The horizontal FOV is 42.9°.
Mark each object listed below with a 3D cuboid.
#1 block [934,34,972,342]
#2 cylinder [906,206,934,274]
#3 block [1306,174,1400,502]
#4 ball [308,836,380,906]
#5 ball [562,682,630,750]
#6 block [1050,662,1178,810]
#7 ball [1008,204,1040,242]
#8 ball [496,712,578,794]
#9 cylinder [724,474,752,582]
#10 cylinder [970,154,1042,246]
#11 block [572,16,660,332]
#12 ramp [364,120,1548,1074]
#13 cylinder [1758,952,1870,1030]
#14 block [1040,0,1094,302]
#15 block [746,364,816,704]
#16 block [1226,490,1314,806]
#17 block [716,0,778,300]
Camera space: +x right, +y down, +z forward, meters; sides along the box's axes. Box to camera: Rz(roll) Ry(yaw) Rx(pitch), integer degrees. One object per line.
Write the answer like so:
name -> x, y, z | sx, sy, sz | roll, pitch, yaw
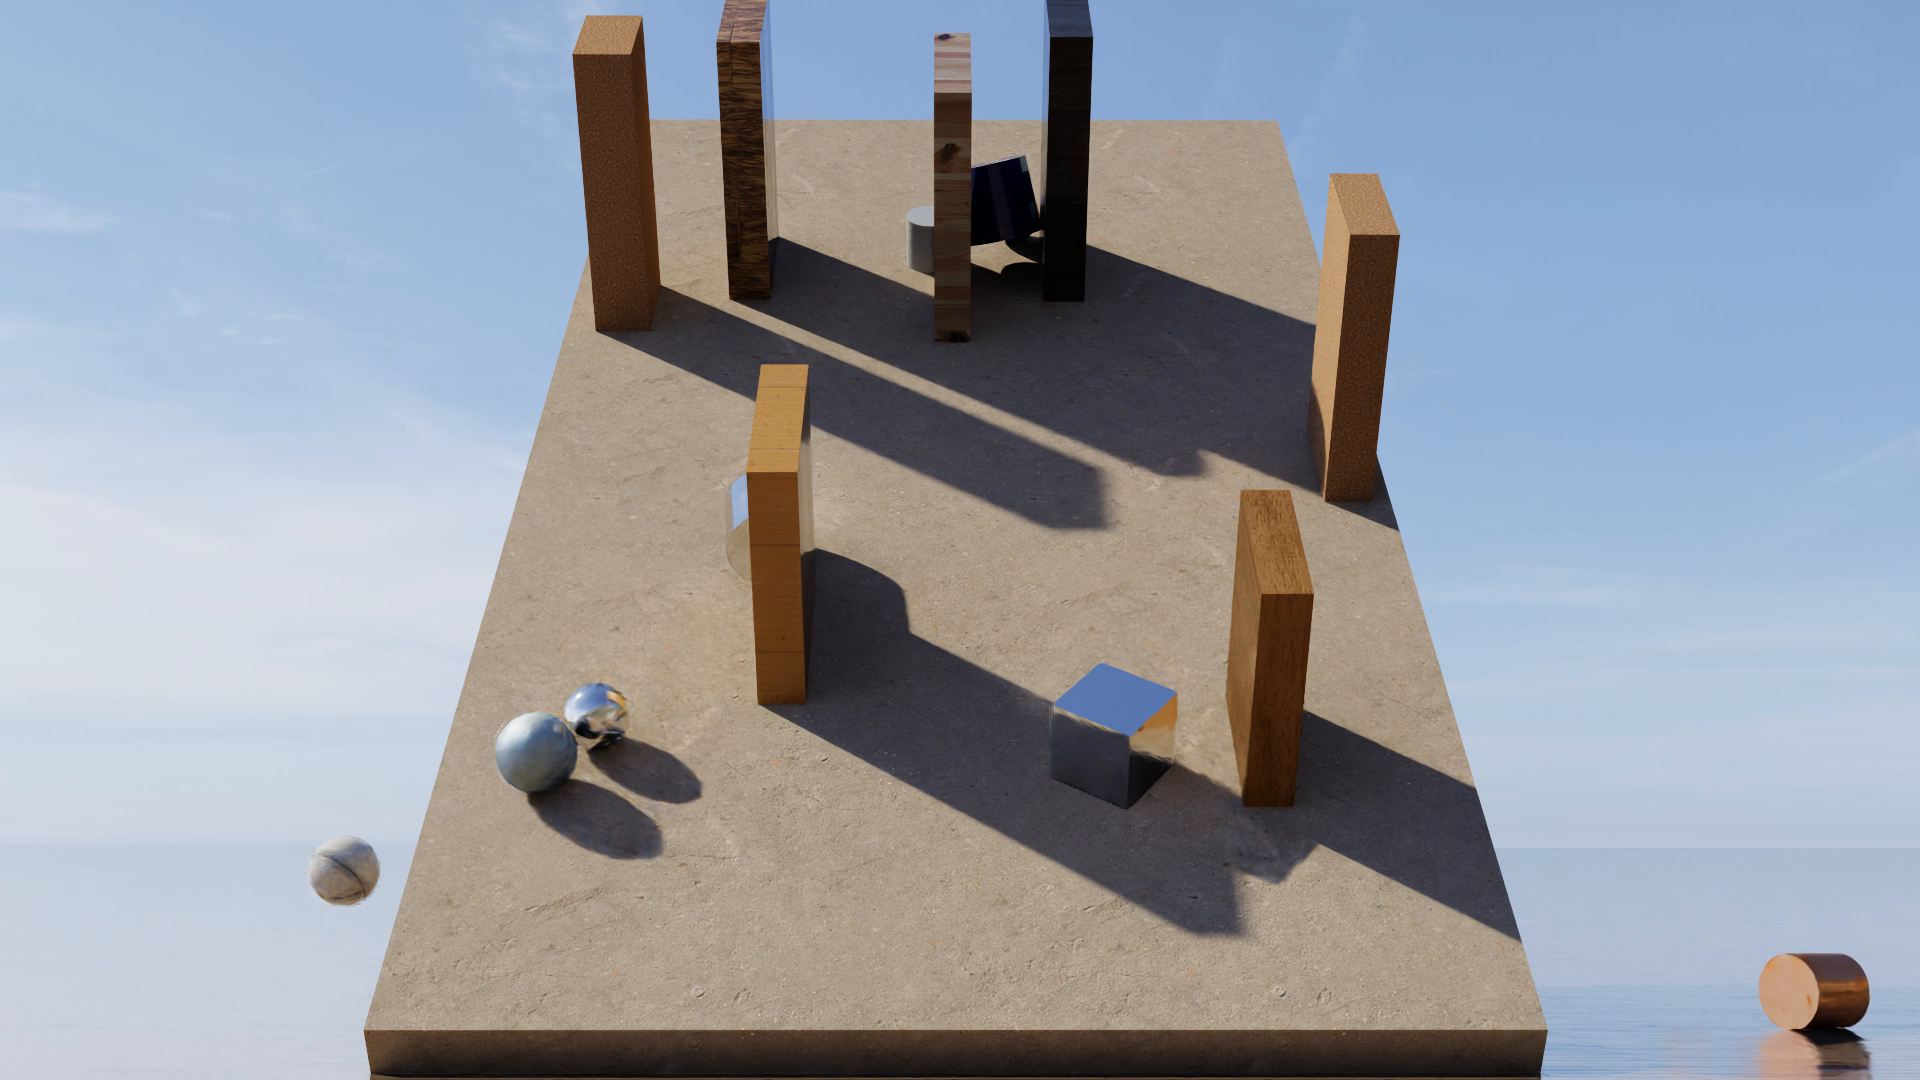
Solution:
block -> -0.019, -0.900, 6.255 | 0.092, 0.677, 0.406 | 0, 32, 0
cylinder -> -0.077, -0.816, 6.627 | 0.138, 0.138, 0.138 | 0, 32, 0
block -> 0.888, -0.458, 5.559 | 0.107, 0.669, 0.327 | 0, 32, 0
ball -> -1.144, 0.614, 4.542 | 0.130, 0.130, 0.130 | 0, -7, 0
ball -> -0.709, 0.344, 4.772 | 0.132, 0.132, 0.132 | 0, -7, 0
block -> 0.295, 0.375, 4.690 | 0.174, 0.174, 0.174 | 20, 37, 29
ball -> 0.148, -0.896, 6.751 | 0.145, 0.145, 0.145 | 0, -7, 0
ball -> -0.805, 0.405, 4.651 | 0.155, 0.155, 0.155 | 0, -7, 0
cylinder -> -0.417, -0.028, 5.318 | 0.186, 0.186, 0.186 | 1, 32, -8
cylinder -> 0.098, -0.913, 6.574 | 0.204, 0.204, 0.204 | -12, 11, 2
block -> -0.869, -0.928, 6.224 | 0.141, 0.749, 0.271 | 0, 32, 0
ramp -> -0.015, -0.190, 5.850 | 2.000, 0.100, 4.000 | 0, 32, 0
cylinder -> 1.807, 0.955, 5.174 | 0.158, 0.158, 0.158 | 4, -8, -30
block -> 0.275, -1.039, 6.428 | 0.108, 0.730, 0.375 | 0, 32, 0
block -> -0.358, -0.014, 4.961 | 0.097, 0.541, 0.435 | 0, 32, 0
block -> 0.587, 0.205, 4.671 | 0.095, 0.483, 0.365 | 0, 32, 0
block -> -0.555, -1.042, 6.445 | 0.108, 0.711, 0.392 | 0, 32, 0
